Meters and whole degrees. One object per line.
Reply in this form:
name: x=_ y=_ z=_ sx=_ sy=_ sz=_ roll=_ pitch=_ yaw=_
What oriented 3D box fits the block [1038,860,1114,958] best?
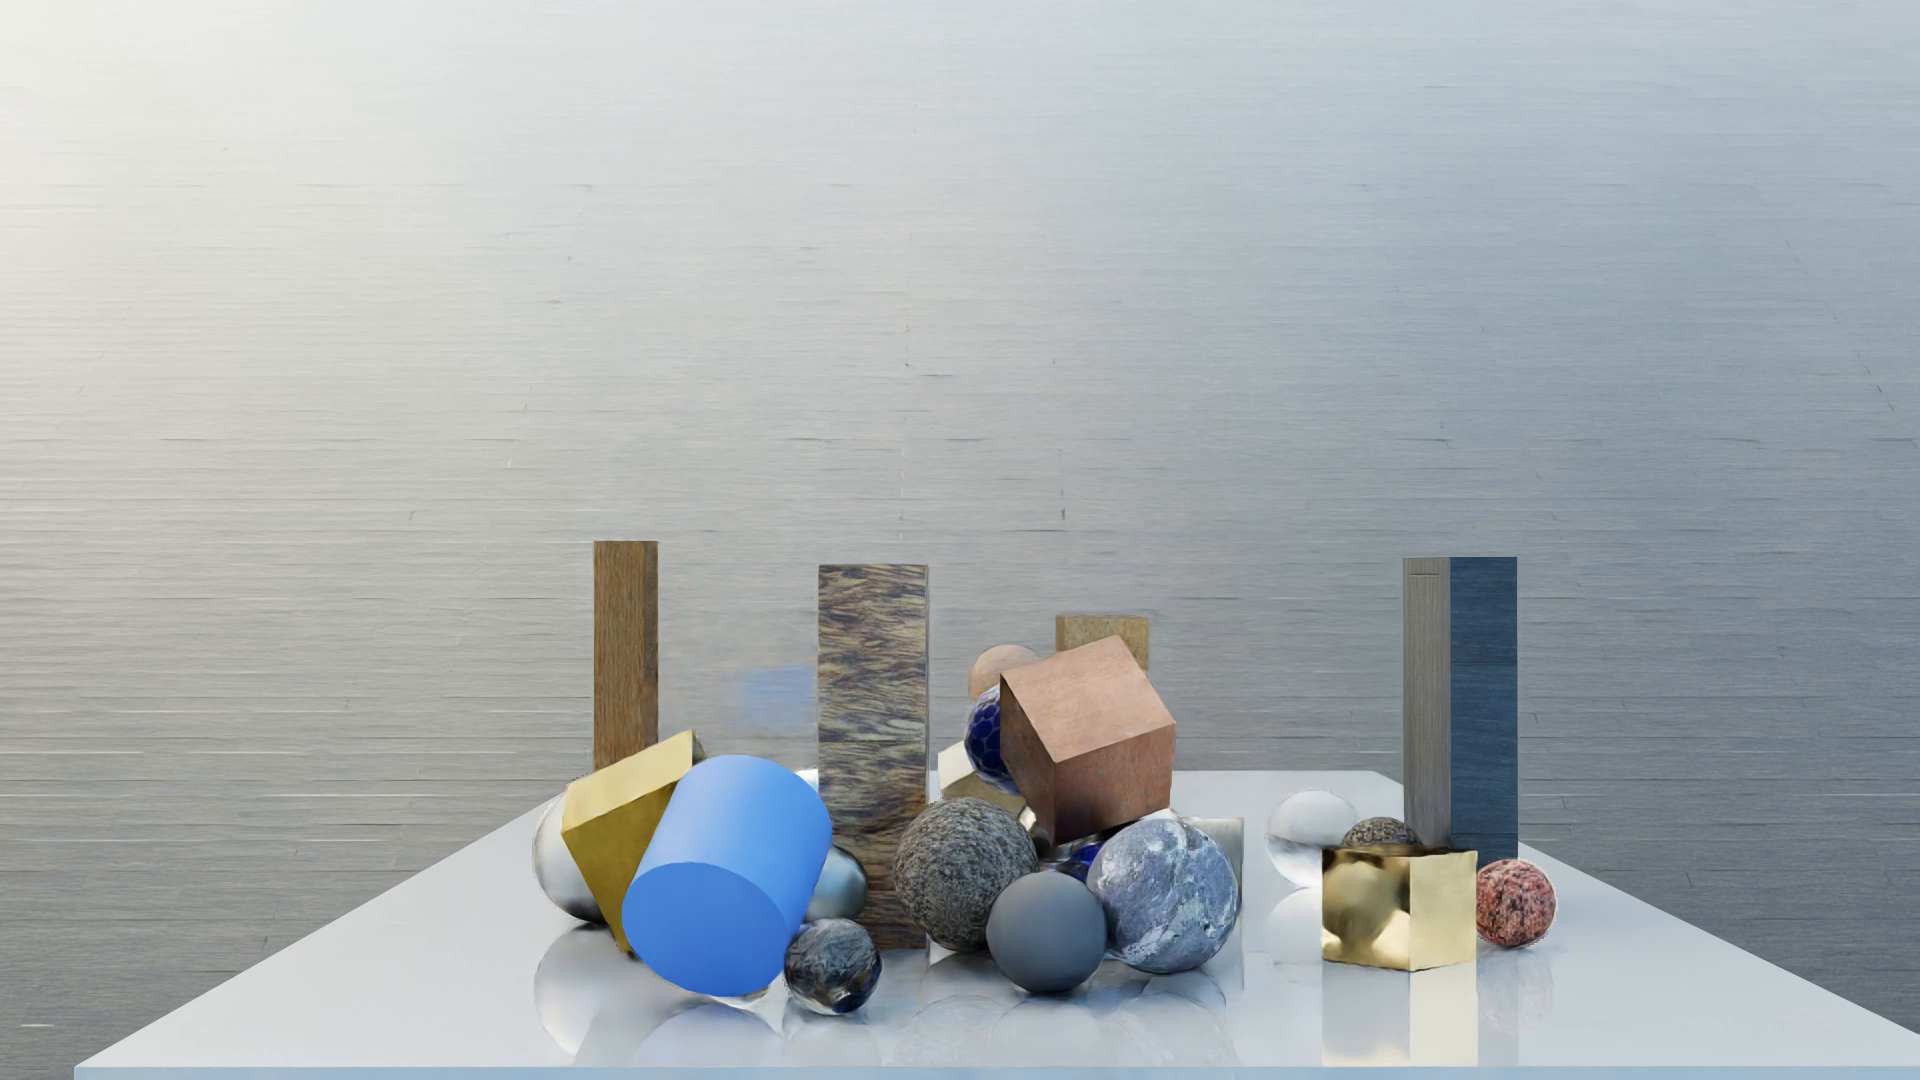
block: x=0.162 y=0.492 z=3.460 sx=0.122 sy=0.122 sz=0.122 roll=4 pitch=-5 yaw=-18

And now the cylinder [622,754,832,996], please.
cylinder: x=-0.281 y=0.408 z=3.161 sx=0.208 sy=0.208 sz=0.208 roll=6 pitch=33 yaw=10

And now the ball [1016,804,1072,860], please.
ball: x=0.171 y=0.474 z=4.034 sx=0.186 sy=0.186 sz=0.186 roll=0 pitch=32 yaw=0

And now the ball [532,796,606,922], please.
ball: x=-0.528 y=0.463 z=3.831 sx=0.204 sy=0.204 sz=0.204 roll=0 pitch=32 yaw=0

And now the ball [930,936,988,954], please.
ball: x=0.008 y=0.495 z=3.523 sx=0.131 sy=0.131 sz=0.131 roll=0 pitch=32 yaw=0

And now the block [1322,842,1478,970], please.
block: x=0.586 y=0.486 z=3.455 sx=0.146 sy=0.146 sz=0.146 roll=1 pitch=-1 yaw=-43

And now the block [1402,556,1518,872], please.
block: x=0.772 y=0.297 z=4.019 sx=0.099 sy=0.539 sz=0.408 roll=0 pitch=-1 yaw=0

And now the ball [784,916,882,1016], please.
ball: x=-0.149 y=0.498 z=3.028 sx=0.115 sy=0.115 sz=0.115 roll=0 pitch=32 yaw=0

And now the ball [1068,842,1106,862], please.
ball: x=0.205 y=0.496 z=3.688 sx=0.134 sy=0.134 sz=0.134 roll=0 pitch=32 yaw=0

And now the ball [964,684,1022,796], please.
ball: x=0.095 y=0.303 z=3.978 sx=0.179 sy=0.179 sz=0.179 roll=0 pitch=32 yaw=0

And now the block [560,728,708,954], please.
block: x=-0.414 y=0.411 z=3.563 sx=0.192 sy=0.192 sz=0.192 roll=-25 pitch=15 yaw=1

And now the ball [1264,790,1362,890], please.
ball: x=0.579 y=0.488 z=4.227 sx=0.162 sy=0.162 sz=0.162 roll=0 pitch=32 yaw=0

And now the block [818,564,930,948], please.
block: x=-0.121 y=0.300 z=3.779 sx=0.147 sy=0.529 sz=0.438 roll=0 pitch=-1 yaw=0

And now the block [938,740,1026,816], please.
block: x=0.094 y=0.421 z=4.355 sx=0.189 sy=0.189 sz=0.189 roll=-29 pitch=12 yaw=6

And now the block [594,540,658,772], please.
block: x=-0.717 y=0.293 z=5.569 sx=0.105 sy=0.584 sz=0.240 roll=0 pitch=-1 yaw=0

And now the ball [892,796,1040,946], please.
ball: x=0.008 y=0.431 z=3.375 sx=0.191 sy=0.191 sz=0.191 roll=0 pitch=32 yaw=0

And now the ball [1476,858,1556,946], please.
ball: x=0.761 y=0.501 z=3.580 sx=0.121 sy=0.121 sz=0.121 roll=0 pitch=32 yaw=0

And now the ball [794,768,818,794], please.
ball: x=-0.289 y=0.509 z=5.001 sx=0.139 sy=0.139 sz=0.139 roll=0 pitch=32 yaw=0

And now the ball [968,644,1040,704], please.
ball: x=0.085 y=0.251 z=4.478 sx=0.142 sy=0.142 sz=0.142 roll=0 pitch=32 yaw=0

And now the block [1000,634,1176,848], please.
block: x=0.180 y=0.287 z=3.714 sx=0.185 sy=0.185 sz=0.185 roll=-17 pitch=47 yaw=-16

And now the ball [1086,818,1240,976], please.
ball: x=0.254 y=0.448 z=3.256 sx=0.195 sy=0.195 sz=0.195 roll=0 pitch=32 yaw=0

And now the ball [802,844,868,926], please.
ball: x=-0.181 y=0.470 z=3.500 sx=0.117 sy=0.117 sz=0.117 roll=0 pitch=32 yaw=0

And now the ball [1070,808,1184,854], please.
ball: x=0.257 y=0.472 z=3.855 sx=0.186 sy=0.186 sz=0.186 roll=0 pitch=32 yaw=0

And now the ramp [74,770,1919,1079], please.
ramp: x=0.071 y=0.625 z=4.714 sx=2.000 sy=0.100 sz=4.000 roll=0 pitch=-1 yaw=0

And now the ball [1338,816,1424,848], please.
ball: x=0.653 y=0.497 z=4.009 sx=0.138 sy=0.138 sz=0.138 roll=0 pitch=32 yaw=0

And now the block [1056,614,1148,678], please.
block: x=0.253 y=0.356 z=4.679 sx=0.144 sy=0.437 sz=0.409 roll=0 pitch=-1 yaw=0

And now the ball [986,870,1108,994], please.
ball: x=0.107 y=0.480 z=3.172 sx=0.149 sy=0.149 sz=0.149 roll=0 pitch=32 yaw=0

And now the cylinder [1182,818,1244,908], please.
cylinder: x=0.369 y=0.497 z=4.004 sx=0.135 sy=0.135 sz=0.135 roll=1 pitch=32 yaw=7
